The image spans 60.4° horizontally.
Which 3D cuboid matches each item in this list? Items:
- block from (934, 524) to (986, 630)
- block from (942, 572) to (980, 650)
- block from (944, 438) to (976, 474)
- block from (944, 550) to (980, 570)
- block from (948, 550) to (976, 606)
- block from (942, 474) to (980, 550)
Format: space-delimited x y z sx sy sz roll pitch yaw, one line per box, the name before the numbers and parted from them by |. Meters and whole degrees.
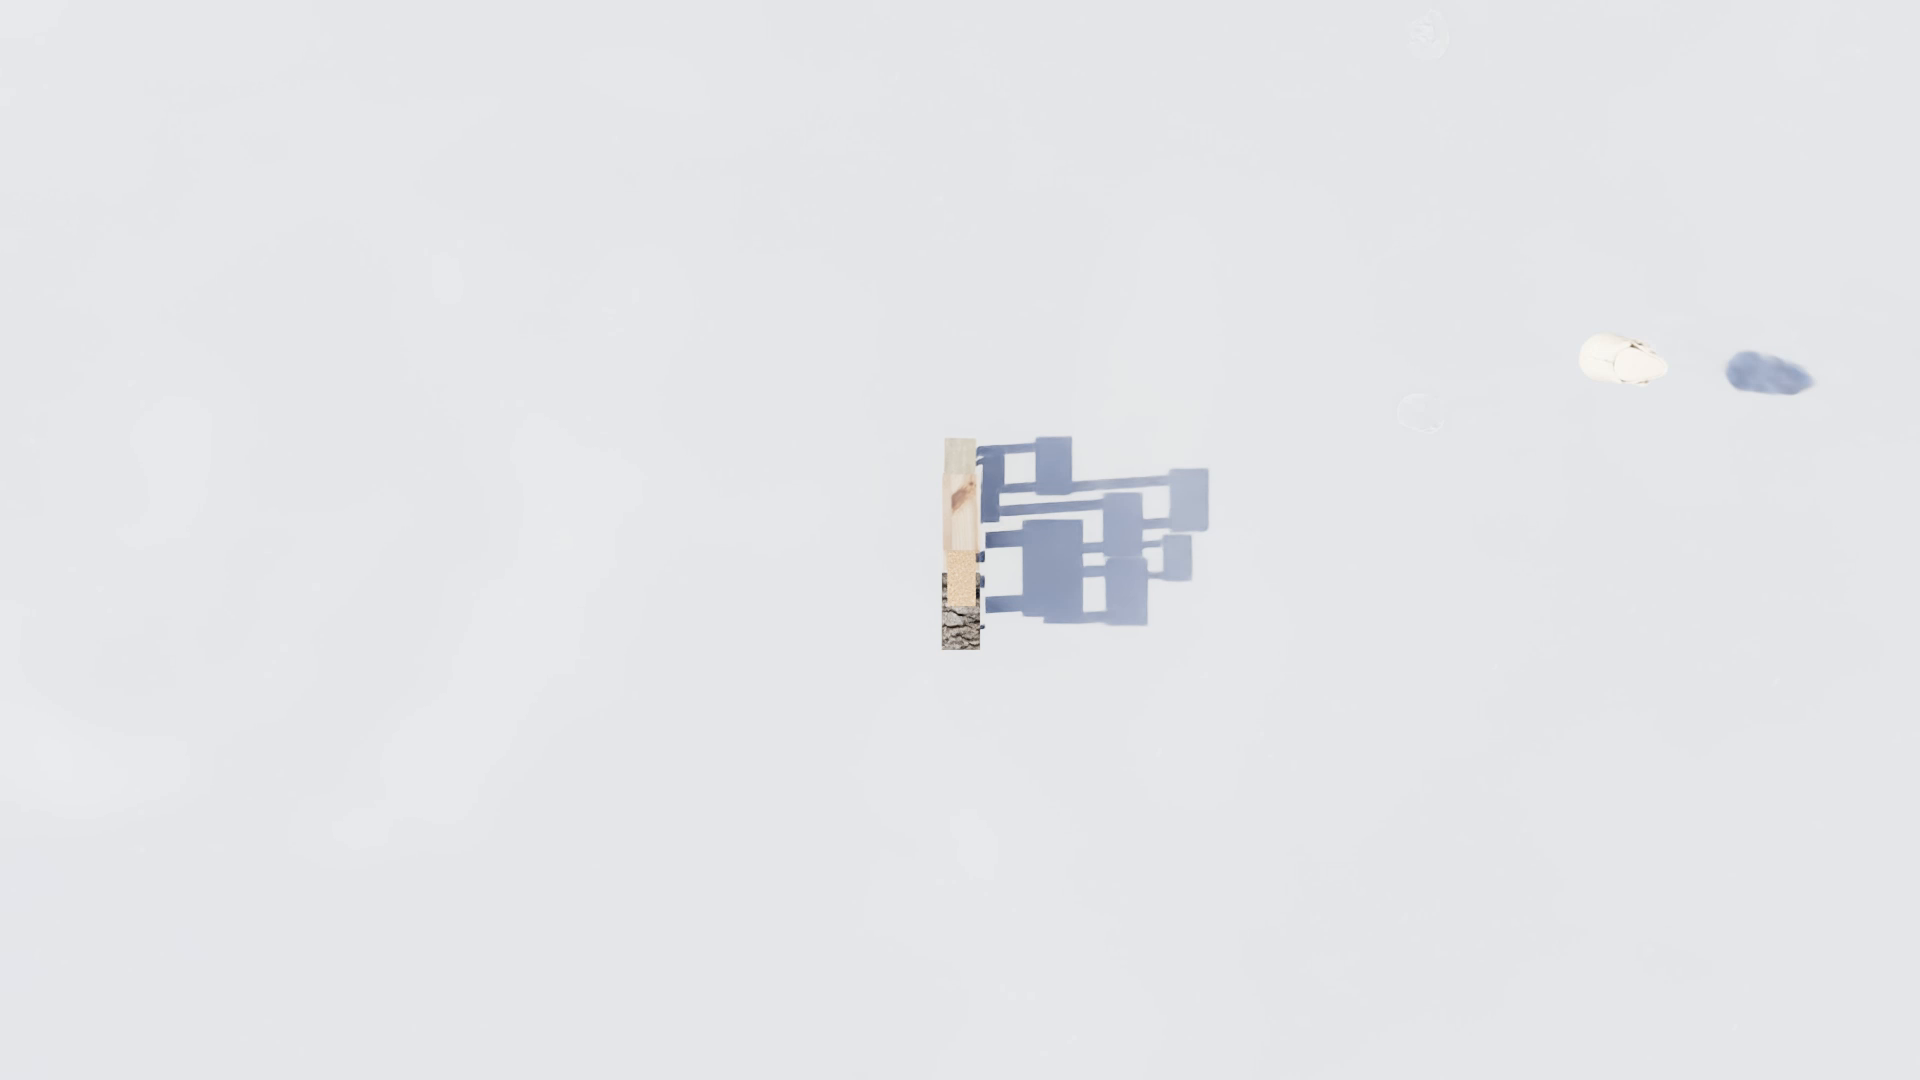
block | -0.002 0.115 5.153 0.162 0.046 0.324 0 90 0
block | 0.003 0.211 4.885 0.114 0.032 0.229 0 90 0
block | 0.000 -0.220 5.152 0.099 0.028 0.197 1 90 0
block | 0.004 -0.016 4.901 0.107 0.030 0.214 0 90 0
block | 0.004 0.109 4.699 0.079 0.022 0.158 0 90 0
block | 0.003 -0.078 4.657 0.107 0.030 0.213 -1 90 0
